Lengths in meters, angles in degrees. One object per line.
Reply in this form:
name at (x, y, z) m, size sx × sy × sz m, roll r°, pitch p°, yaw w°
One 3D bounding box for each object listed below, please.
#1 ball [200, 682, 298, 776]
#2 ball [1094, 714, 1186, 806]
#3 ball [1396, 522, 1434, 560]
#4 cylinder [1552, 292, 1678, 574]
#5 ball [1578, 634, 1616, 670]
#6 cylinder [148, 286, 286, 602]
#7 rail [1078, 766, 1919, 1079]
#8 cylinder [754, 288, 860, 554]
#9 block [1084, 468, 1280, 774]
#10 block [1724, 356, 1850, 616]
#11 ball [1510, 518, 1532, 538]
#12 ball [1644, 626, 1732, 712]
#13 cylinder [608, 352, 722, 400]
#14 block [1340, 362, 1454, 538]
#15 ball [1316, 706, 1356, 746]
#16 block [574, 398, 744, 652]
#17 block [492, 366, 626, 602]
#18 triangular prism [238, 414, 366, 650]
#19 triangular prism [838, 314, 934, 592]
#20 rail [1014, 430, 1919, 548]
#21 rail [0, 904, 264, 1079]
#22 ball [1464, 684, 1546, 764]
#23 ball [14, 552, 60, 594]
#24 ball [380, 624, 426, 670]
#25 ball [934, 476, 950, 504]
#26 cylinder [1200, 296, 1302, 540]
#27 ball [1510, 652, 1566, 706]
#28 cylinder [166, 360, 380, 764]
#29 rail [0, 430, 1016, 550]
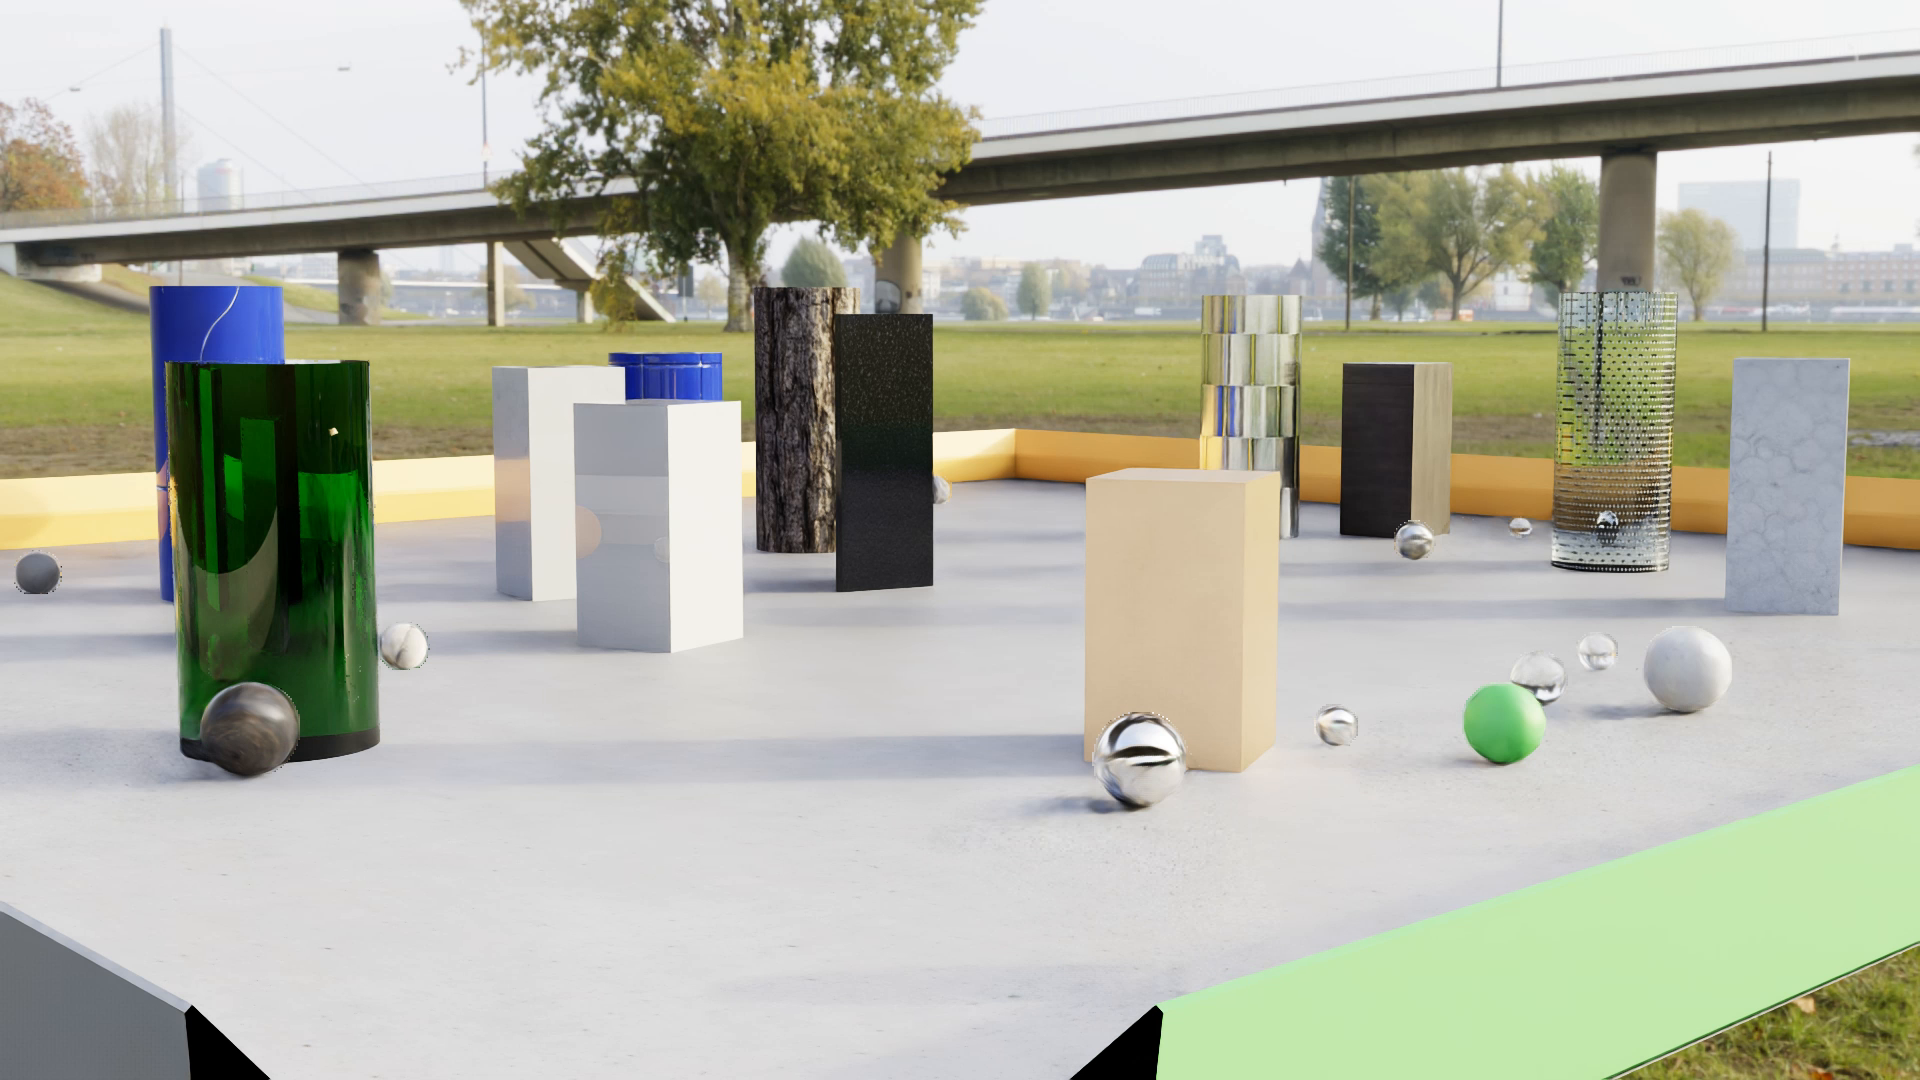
ball at (-0.682, 0.181, 2.112) m, size 0.090 × 0.090 × 0.090 m, roll 0°, pitch 6°, yaw 0°
ball at (0.163, 0.198, 1.981) m, size 0.083 × 0.083 × 0.083 m, roll 0°, pitch 6°, yaw 0°
ball at (0.814, 0.002, 3.940) m, size 0.066 × 0.066 × 0.066 m, roll 0°, pitch 6°, yaw 0°
cylinder at (1.134, -0.190, 3.813) m, size 0.198 × 0.475 × 0.198 m, roll 0°, pitch 6°, yaw 0°
ball at (0.790, 0.139, 2.726) m, size 0.046 × 0.046 × 0.046 m, roll 0°, pitch 6°, yaw 0°
cylinder at (-1.151, -0.153, 3.429) m, size 0.198 × 0.481 × 0.198 m, roll 0°, pitch 6°, yaw 0°
rail at (1.192, 0.167, 2.047) m, size 3.689 × 0.128 × 0.045 m, roll -5°, pitch 8°, yaw -42°
cylinder at (-0.284, -0.227, 4.115) m, size 0.198 × 0.487 × 0.198 m, roll 0°, pitch 6°, yaw 0°
block at (0.225, 0.075, 2.210) m, size 0.158 × 0.281 × 0.158 m, roll 2°, pitch 6°, yaw 20°
block at (1.244, -0.086, 3.304) m, size 0.158 × 0.373 × 0.158 m, roll 2°, pitch 6°, yaw 23°
ball at (1.098, -0.024, 4.311) m, size 0.041 × 0.041 × 0.041 m, roll 0°, pitch 6°, yaw 0°
ball at (0.809, 0.144, 2.446) m, size 0.094 × 0.094 × 0.094 m, roll 0°, pitch 6°, yaw 0°
cylinder at (-0.512, -0.140, 3.836) m, size 0.198 × 0.371 × 0.198 m, roll 0°, pitch 6°, yaw 0°
block at (0.869, -0.182, 4.380) m, size 0.158 × 0.341 × 0.158 m, roll 5°, pitch 8°, yaw 40°
ball at (0.386, 0.191, 2.255) m, size 0.041 × 0.041 × 0.041 m, roll 0°, pitch 6°, yaw 0°
block at (-0.405, -0.024, 2.960) m, size 0.158 × 0.323 × 0.158 m, roll 4°, pitch 7°, yaw 30°
block at (-0.631, -0.094, 3.466) m, size 0.158 × 0.357 × 0.158 m, roll -4°, pitch 7°, yaw -32°
triangular prism at (-0.930, -0.019, 2.997) m, size 0.148 × 0.304 × 0.171 m, roll 4°, pitch 7°, yaw 33°
triangular prism at (-0.153, -0.147, 3.570) m, size 0.171 × 0.439 × 0.148 m, roll -3°, pitch 7°, yaw -29°
rail at (1.338, -0.095, 4.560) m, size 0.045 × 0.128 × 3.562 m, roll -5°, pitch 8°, yaw -42°
rail at (-1.338, 0.162, 2.104) m, size 0.045 × 0.128 × 3.562 m, roll -5°, pitch 8°, yaw -42°
ball at (0.537, 0.181, 2.169) m, size 0.079 × 0.079 × 0.079 m, roll 0°, pitch 6°, yaw 0°
ball at (-1.451, 0.053, 3.458) m, size 0.065 × 0.065 × 0.065 m, roll 0°, pitch 6°, yaw 0°
ball at (-0.692, 0.133, 2.735) m, size 0.057 × 0.057 × 0.057 m, roll 0°, pitch 6°, yaw 0°
ball at (-0.055, -0.114, 5.062) m, size 0.065 × 0.065 × 0.065 m, roll 0°, pitch 6°, yaw 0°
cylinder at (0.574, -0.245, 4.348) m, size 0.198 × 0.474 × 0.198 m, roll 0°, pitch 6°, yaw 0°
ball at (0.652, 0.157, 2.479) m, size 0.061 × 0.061 × 0.061 m, roll 0°, pitch 6°, yaw 0°
cylinder at (-0.698, 0.015, 2.243) m, size 0.198 × 0.393 × 0.198 m, roll 0°, pitch 6°, yaw 0°
rail at (-1.192, -0.101, 4.616) m, size 3.689 × 0.128 × 0.045 m, roll -5°, pitch 8°, yaw -42°
